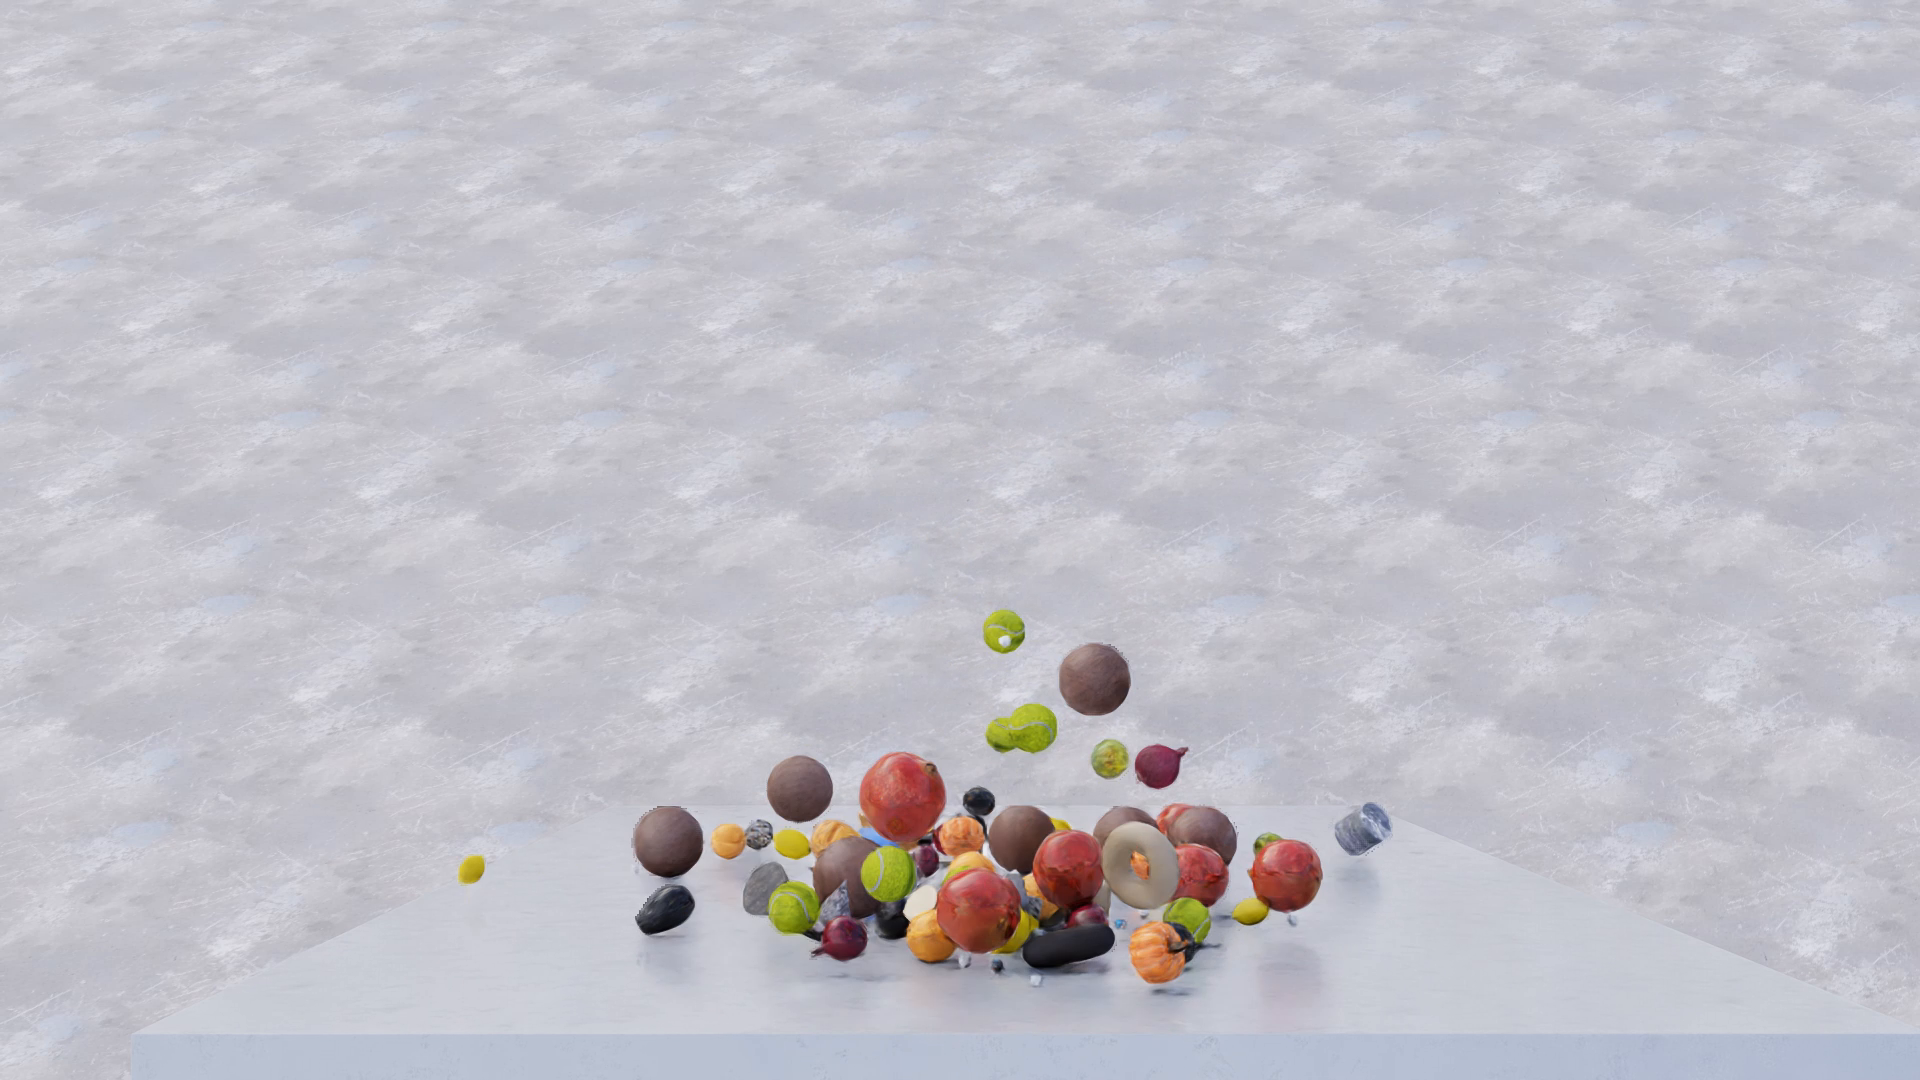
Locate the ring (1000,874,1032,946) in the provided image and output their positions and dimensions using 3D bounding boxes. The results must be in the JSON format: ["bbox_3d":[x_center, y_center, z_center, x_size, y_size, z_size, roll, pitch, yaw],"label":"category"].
[{"bbox_3d":[0.079,0.523,3.676,0.035,0.104,0.104,-7,36,0],"label":"ring"}]

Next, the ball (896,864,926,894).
[{"bbox_3d":[-0.086,0.586,4.500,0.050,0.050,0.050,0,36,0],"label":"ball"}]

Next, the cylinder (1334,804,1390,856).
[{"bbox_3d":[0.807,0.581,5.209,0.079,0.079,0.079,24,46,-27],"label":"cylinder"}]

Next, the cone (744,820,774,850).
[{"bbox_3d":[-0.406,0.621,5.391,0.064,0.064,0.064,-16,19,-21],"label":"cone"}]

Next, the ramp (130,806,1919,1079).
[{"bbox_3d":[0.079,0.676,4.884,2.000,0.100,4.000,0,-2,0],"label":"ramp"}]

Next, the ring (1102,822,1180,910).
[{"bbox_3d":[0.253,0.458,3.651,0.126,0.126,0.042,28,27,33],"label":"ring"}]

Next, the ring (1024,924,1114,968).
[{"bbox_3d":[0.145,0.542,3.474,0.125,0.042,0.125,-13,-6,-1],"label":"ring"}]

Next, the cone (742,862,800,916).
[{"bbox_3d":[-0.270,0.548,3.955,0.087,0.087,0.087,-25,45,28],"label":"cone"}]

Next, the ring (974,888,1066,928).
[{"bbox_3d":[0.097,0.567,4.011,0.148,0.049,0.148,-1,0,0],"label":"ring"}]

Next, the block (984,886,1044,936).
[{"bbox_3d":[0.080,0.550,3.854,0.055,0.055,0.055,23,-13,-38],"label":"block"}]

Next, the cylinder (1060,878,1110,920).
[{"bbox_3d":[0.191,0.545,3.950,0.063,0.063,0.063,4,35,-11],"label":"cylinder"}]

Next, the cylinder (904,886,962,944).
[{"bbox_3d":[-0.039,0.539,3.739,0.060,0.060,0.060,-28,35,22],"label":"cylinder"}]

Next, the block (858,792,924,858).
[{"bbox_3d":[-0.131,0.564,5.125,0.087,0.087,0.087,-32,30,-32],"label":"block"}]
